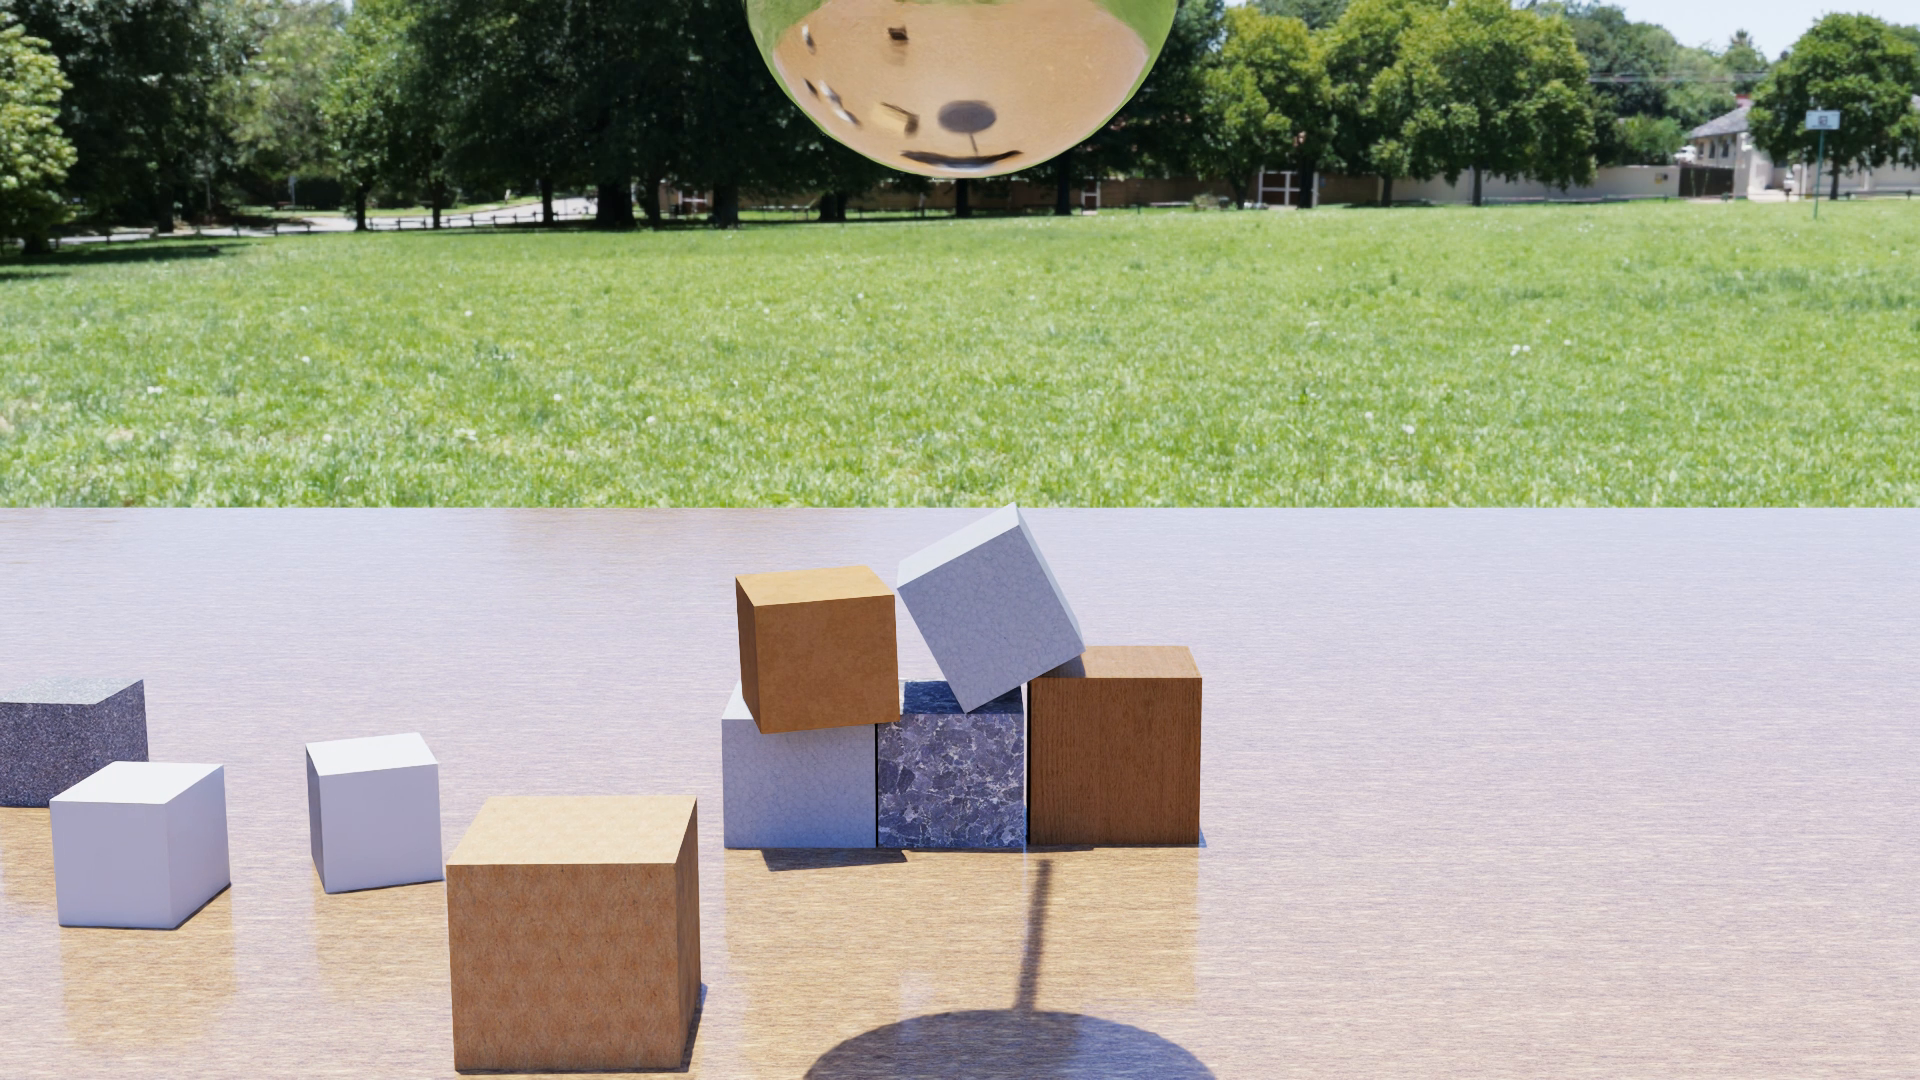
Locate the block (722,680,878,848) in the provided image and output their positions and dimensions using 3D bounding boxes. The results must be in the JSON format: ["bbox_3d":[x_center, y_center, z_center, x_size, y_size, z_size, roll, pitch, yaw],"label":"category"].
[{"bbox_3d":[-0.803,1.147,11.393,0.764,0.667,0.803,0,10,0],"label":"block"}]

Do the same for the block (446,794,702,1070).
[{"bbox_3d":[-1.515,1.544,8.784,0.862,0.819,0.873,0,10,-1],"label":"block"}]

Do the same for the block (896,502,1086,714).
[{"bbox_3d":[0.154,0.332,11.205,0.681,0.722,0.700,-28,9,4],"label":"block"}]

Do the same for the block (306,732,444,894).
[{"bbox_3d":[-2.857,1.317,10.713,0.549,0.576,0.604,-4,11,-22],"label":"block"}]

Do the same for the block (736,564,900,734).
[{"bbox_3d":[-0.723,0.535,11.039,0.687,0.637,0.773,-5,11,-12],"label":"block"}]

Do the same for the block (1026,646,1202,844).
[{"bbox_3d":[0.781,1.048,11.379,0.852,0.866,0.705,0,10,0],"label":"block"}]

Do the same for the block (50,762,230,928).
[{"bbox_3d":[-3.792,1.404,10.204,0.536,0.585,0.633,1,10,5],"label":"block"}]

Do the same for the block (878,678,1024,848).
[{"bbox_3d":[-0.045,1.139,11.373,0.729,0.691,0.758,0,10,0],"label":"block"}]

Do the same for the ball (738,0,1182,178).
[{"bbox_3d":[0.000,-2.083,7.752,1.600,1.600,1.600,0,10,0],"label":"ball"}]

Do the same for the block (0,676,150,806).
[{"bbox_3d":[-4.832,1.092,11.962,0.584,0.571,0.565,1,10,5],"label":"block"}]
